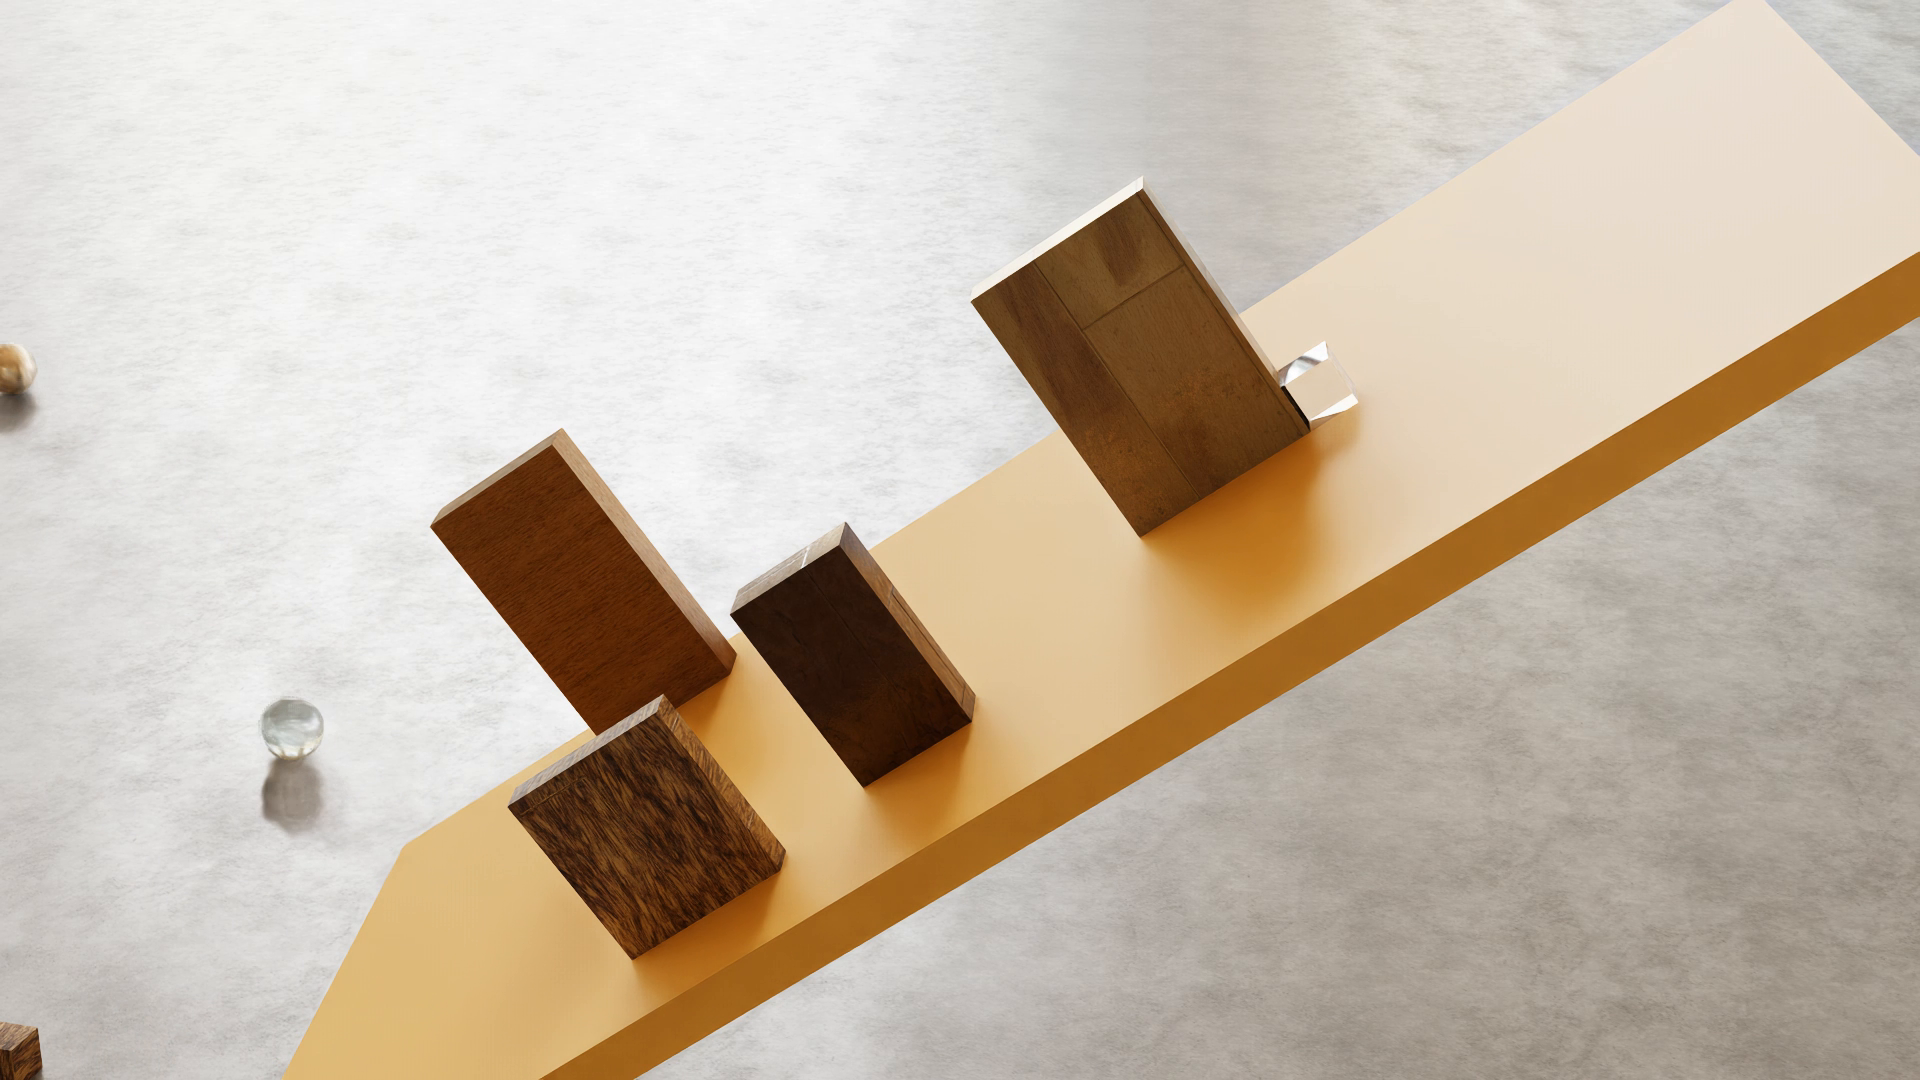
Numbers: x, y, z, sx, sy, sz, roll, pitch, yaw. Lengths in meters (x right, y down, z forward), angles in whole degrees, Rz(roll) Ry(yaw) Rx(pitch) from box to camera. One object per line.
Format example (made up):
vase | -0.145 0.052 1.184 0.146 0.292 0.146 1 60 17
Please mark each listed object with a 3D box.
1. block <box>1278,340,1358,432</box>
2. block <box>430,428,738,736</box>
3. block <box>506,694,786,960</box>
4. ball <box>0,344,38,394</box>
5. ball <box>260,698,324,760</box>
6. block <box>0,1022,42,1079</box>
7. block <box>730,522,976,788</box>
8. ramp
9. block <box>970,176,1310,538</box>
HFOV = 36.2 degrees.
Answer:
block | 0.735 -0.316 6.039 0.114 0.114 0.114 -32 16 15
block | -0.915 0.125 7.189 0.379 0.715 0.125 -32 16 15
block | -0.617 0.570 5.807 0.371 0.408 0.085 -32 16 15
ball | -3.700 -0.664 11.465 0.195 0.195 0.195 0 21 0
ball | -1.906 0.539 8.395 0.181 0.181 0.181 0 21 0
block | -2.207 1.194 6.811 0.107 0.107 0.107 6 22 15
block | -0.210 0.229 5.846 0.266 0.451 0.129 -32 16 15
ramp | 0.136 0.174 6.305 4.000 0.100 2.000 -32 16 15
block | 0.372 -0.370 6.034 0.420 0.617 0.101 -32 16 15
